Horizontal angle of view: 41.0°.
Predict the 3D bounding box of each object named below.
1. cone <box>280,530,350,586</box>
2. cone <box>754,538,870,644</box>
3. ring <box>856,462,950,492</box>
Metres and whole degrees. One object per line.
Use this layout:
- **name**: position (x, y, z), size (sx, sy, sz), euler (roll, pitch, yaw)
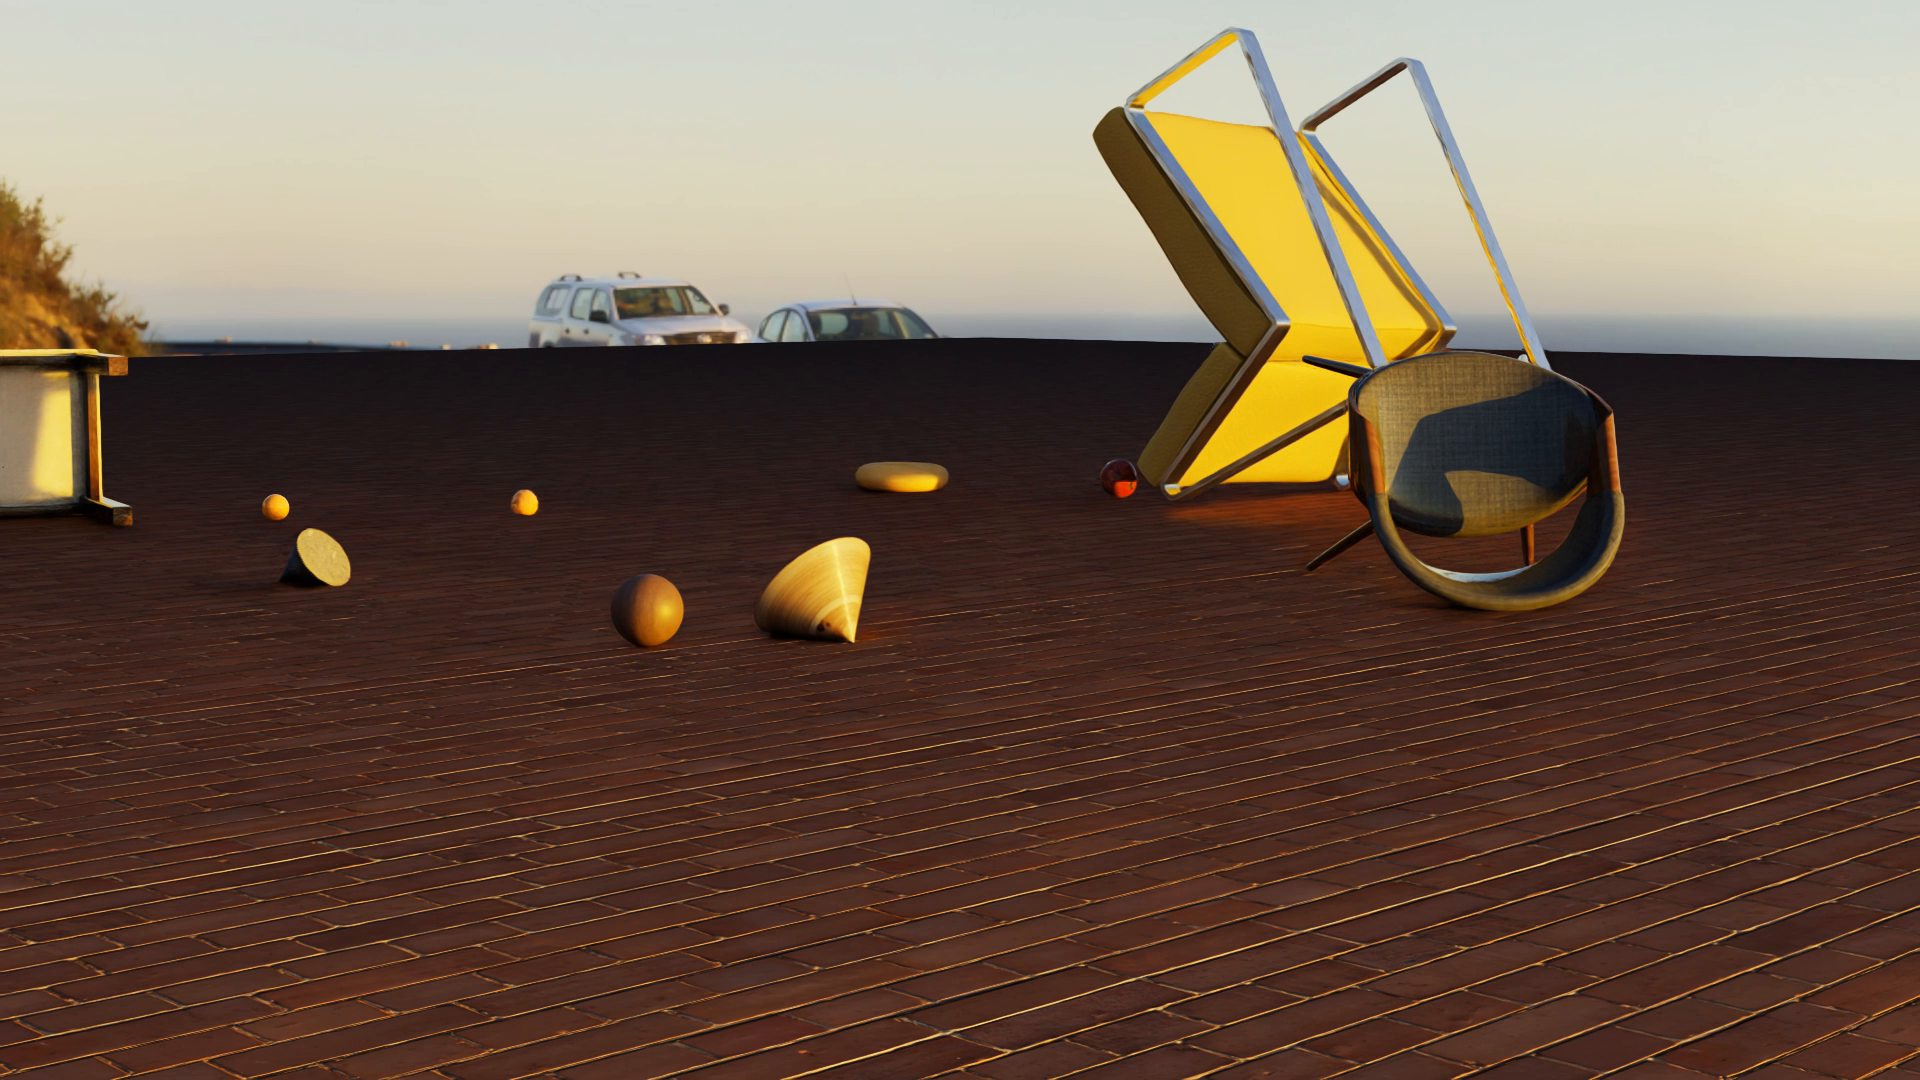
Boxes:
- **cone**: position (-1.414, 0.063, 5.507), size (0.156, 0.146, 0.110), euler (-23, 34, 34)
- **cone**: position (-0.230, 0.135, 4.646), size (0.144, 0.250, 0.236), euler (53, 12, 28)
- **ring**: position (-0.179, -0.195, 7.923), size (0.289, 0.080, 0.313), euler (-1, 5, -16)
